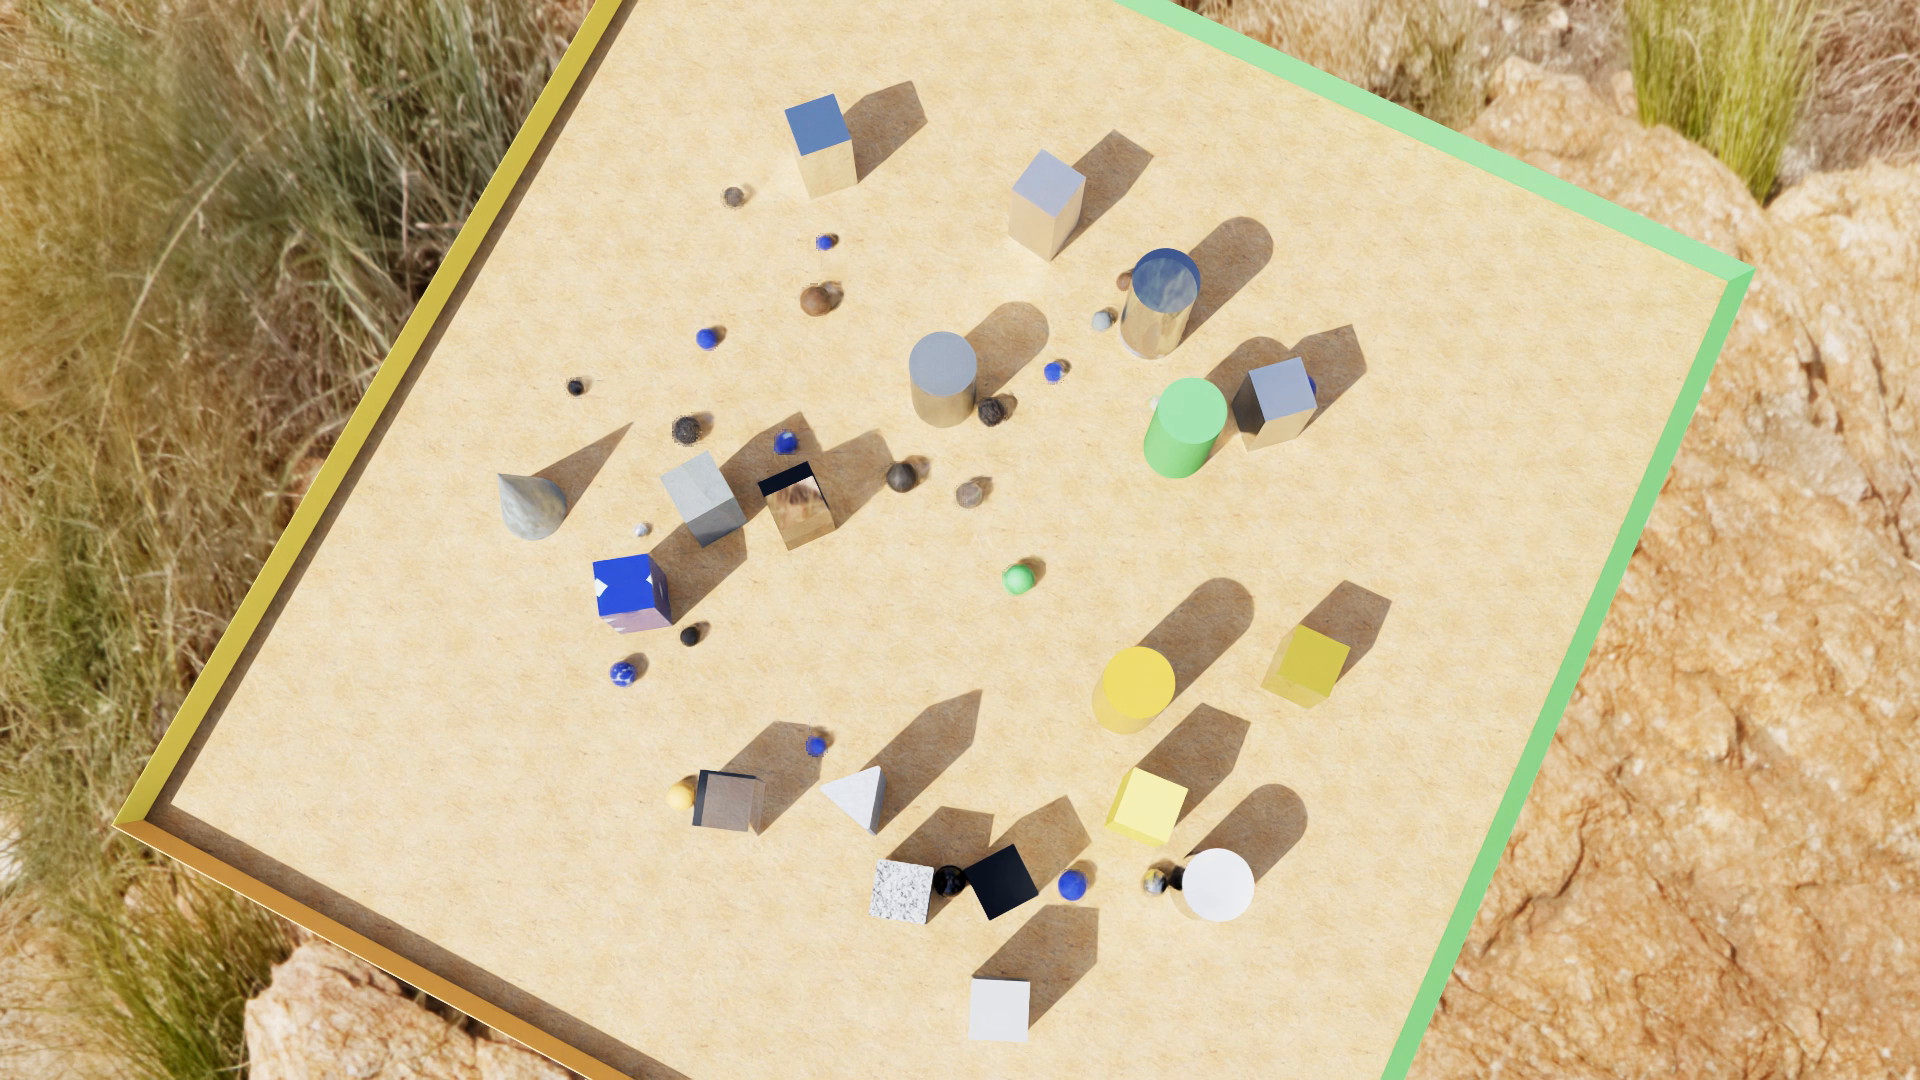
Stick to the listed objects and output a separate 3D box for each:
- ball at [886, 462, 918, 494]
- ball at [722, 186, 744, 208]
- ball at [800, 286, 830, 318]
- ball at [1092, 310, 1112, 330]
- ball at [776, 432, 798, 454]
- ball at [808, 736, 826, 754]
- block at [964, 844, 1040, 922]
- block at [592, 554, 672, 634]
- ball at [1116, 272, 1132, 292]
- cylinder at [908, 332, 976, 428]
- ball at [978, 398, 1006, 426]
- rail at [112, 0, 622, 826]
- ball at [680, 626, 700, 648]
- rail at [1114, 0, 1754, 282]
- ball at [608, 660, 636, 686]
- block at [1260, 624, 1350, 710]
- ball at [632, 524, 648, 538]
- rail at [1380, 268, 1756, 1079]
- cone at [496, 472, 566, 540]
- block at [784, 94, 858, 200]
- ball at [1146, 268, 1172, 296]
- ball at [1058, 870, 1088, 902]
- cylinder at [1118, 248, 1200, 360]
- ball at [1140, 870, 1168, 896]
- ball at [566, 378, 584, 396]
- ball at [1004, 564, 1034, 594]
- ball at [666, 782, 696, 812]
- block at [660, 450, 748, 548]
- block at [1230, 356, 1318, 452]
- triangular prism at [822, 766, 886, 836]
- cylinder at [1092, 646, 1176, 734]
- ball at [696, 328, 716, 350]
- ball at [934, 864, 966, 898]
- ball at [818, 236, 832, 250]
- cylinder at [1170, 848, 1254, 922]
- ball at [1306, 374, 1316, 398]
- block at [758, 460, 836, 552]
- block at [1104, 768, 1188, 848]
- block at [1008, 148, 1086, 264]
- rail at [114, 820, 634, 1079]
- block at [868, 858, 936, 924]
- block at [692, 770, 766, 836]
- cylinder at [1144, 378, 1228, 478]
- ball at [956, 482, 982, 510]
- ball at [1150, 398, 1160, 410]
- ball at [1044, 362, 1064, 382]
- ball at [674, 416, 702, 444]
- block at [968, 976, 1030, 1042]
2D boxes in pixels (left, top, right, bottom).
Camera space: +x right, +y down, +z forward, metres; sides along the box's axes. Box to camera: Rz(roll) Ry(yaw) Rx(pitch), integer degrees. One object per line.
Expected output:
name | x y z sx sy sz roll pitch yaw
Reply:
ball | -0.178 -0.191 5.607 0.097 0.097 0.097 0 78 0
ball | -0.718 -1.086 5.807 0.068 0.068 0.068 0 78 0
ball | -0.452 -0.745 5.721 0.098 0.098 0.098 0 78 0
ball | 0.442 -0.687 5.727 0.062 0.062 0.062 0 78 0
ball | -0.533 -0.300 5.644 0.068 0.068 0.068 0 78 0
ball | -0.424 0.613 5.462 0.055 0.055 0.055 0 78 0
block | 0.117 0.989 5.283 0.160 0.253 0.160 -27 80 -5
block | -0.963 0.162 5.410 0.160 0.340 0.160 -9 78 -2
ball | 0.521 -0.811 5.753 0.061 0.061 0.061 0 78 0
cylinder | -0.050 -0.480 5.537 0.200 0.351 0.200 0 78 0
ball | 0.097 -0.393 5.653 0.088 0.088 0.088 0 78 0
rail | -1.606 -0.780 5.711 0.045 0.130 3.725 26 80 5
ball | -0.814 0.291 5.524 0.063 0.063 0.063 0 78 0
rail | 0.822 -1.603 5.881 3.639 0.130 0.045 26 80 5
ball | -1.012 0.401 5.493 0.079 0.079 0.079 0 78 0
block | 1.011 0.376 5.383 0.160 0.305 0.160 25 79 5
ball | -0.978 -0.028 5.599 0.046 0.046 0.046 0 78 0
rail | 1.606 0.793 5.385 0.045 0.130 3.725 26 80 5
cone | -1.310 -0.143 5.410 0.200 0.462 0.200 0 78 0
block | -0.429 -1.218 5.694 0.160 0.343 0.160 -20 79 -4
ball | 0.624 -0.809 5.742 0.083 0.083 0.083 0 78 0
ball | 0.328 1.012 5.362 0.088 0.088 0.088 0 78 0
cylinder | 0.598 -0.707 5.534 0.200 0.449 0.200 0 78 0
ball | 0.569 1.004 5.369 0.078 0.078 0.078 0 78 0
ball | -1.192 -0.473 5.686 0.055 0.055 0.055 0 78 0
ball | 0.179 0.119 5.545 0.092 0.092 0.092 0 78 0
ball | -0.824 0.761 5.416 0.085 0.085 0.085 0 78 0
block | -0.759 -0.118 5.459 0.160 0.356 0.160 -30 80 -6
block | 0.942 -0.404 5.518 0.160 0.358 0.160 -16 79 -3
triangular prism | -0.270 0.723 5.244 0.173 0.437 0.150 40 81 8
cylinder | 0.495 0.440 5.292 0.200 0.458 0.200 0 78 0
ball | -0.791 -0.628 5.713 0.067 0.067 0.067 0 78 0
ball | -0.030 0.999 5.361 0.096 0.096 0.096 0 78 0
ball | -0.425 -0.938 5.787 0.047 0.047 0.047 0 78 0
cylinder | 0.716 0.990 5.242 0.200 0.332 0.200 0 78 0
ball | 1.052 -0.464 5.662 0.100 0.100 0.100 0 78 0
block | -0.485 -0.099 5.486 0.160 0.296 0.160 -24 79 -5
block | 0.530 0.773 5.270 0.160 0.365 0.160 22 79 4
block | 0.263 -1.023 5.635 0.160 0.380 0.160 35 80 7
rail | -0.822 1.617 5.214 3.639 0.130 0.045 26 80 5
block | -0.165 1.013 5.271 0.160 0.266 0.160 9 78 2
block | -0.668 0.765 5.319 0.160 0.274 0.160 7 78 1
cylinder | 0.667 -0.329 5.468 0.200 0.424 0.200 0 78 0
ball | 0.027 -0.136 5.602 0.083 0.083 0.083 0 78 0
ball | 0.613 -0.419 5.680 0.046 0.046 0.046 0 78 0
ball | 0.290 -0.522 5.692 0.063 0.063 0.063 0 78 0
ball | -0.840 -0.338 5.642 0.086 0.086 0.086 0 78 0
block | 0.108 1.321 5.174 0.160 0.331 0.160 3 78 1
